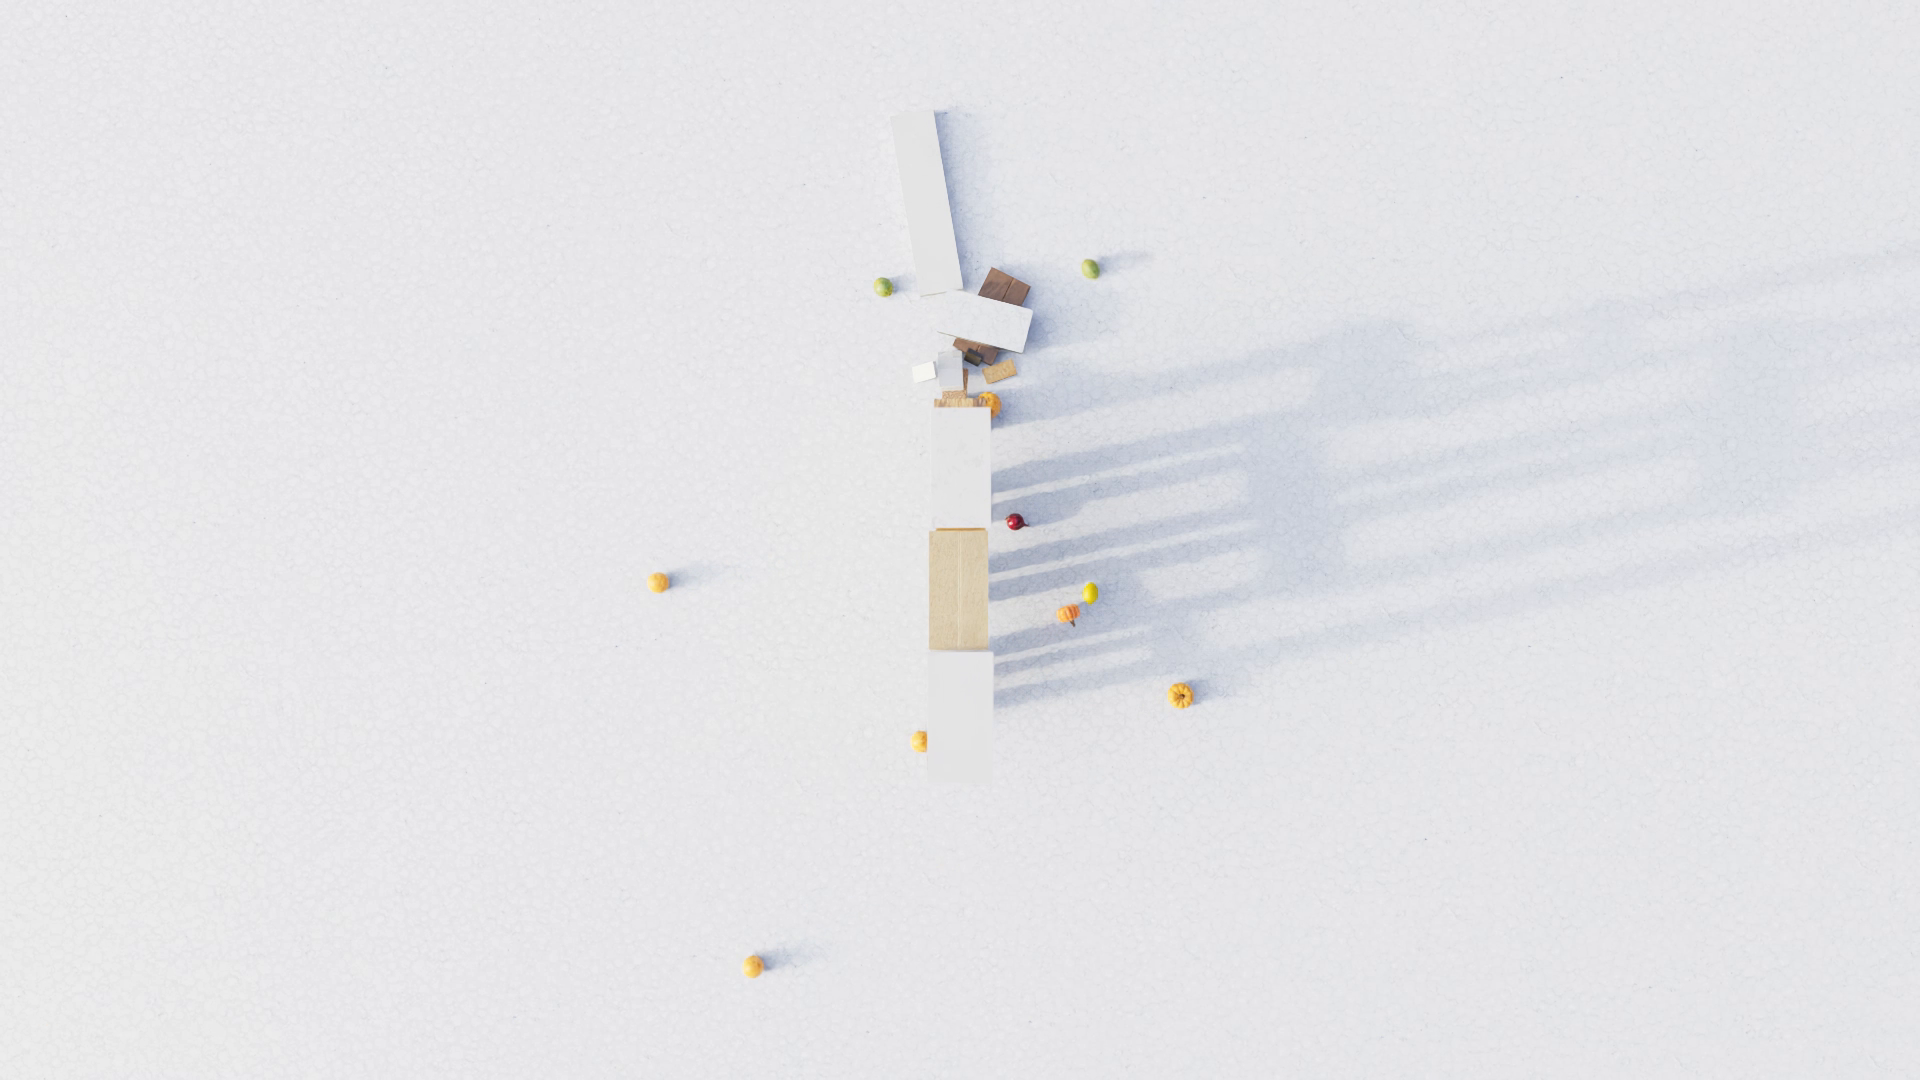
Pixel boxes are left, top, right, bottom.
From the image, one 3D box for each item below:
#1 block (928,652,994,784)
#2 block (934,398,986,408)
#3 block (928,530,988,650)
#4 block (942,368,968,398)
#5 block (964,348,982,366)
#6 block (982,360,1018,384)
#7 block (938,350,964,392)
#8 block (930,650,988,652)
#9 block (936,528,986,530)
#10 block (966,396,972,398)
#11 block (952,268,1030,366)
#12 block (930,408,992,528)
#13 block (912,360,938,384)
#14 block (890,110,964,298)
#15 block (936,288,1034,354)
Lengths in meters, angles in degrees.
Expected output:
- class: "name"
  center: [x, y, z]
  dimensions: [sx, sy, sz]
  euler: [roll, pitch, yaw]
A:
- class: "block"
  center: [0.001, 0.476, 4.431]
  dimensions: [0.175, 0.050, 0.350]
  euler: [0, 90, 0]
- class: "block"
  center: [0.000, -0.279, 5.155]
  dimensions: [0.161, 0.046, 0.322]
  euler: [0, 90, 0]
- class: "block"
  center: [-0.004, 0.135, 4.460]
  dimensions: [0.160, 0.045, 0.320]
  euler: [0, 90, 0]
- class: "block"
  center: [-0.016, -0.506, 5.436]
  dimensions: [0.079, 0.022, 0.157]
  euler: [1, 47, 3]
- class: "block"
  center: [0.044, -0.603, 5.446]
  dimensions: [0.053, 0.106, 0.015]
  euler: [27, 79, 0]
- class: "block"
  center: [0.132, -0.560, 5.492]
  dimensions: [0.106, 0.015, 0.053]
  euler: [-19, 90, 0]
- class: "block"
  center: [-0.031, -0.558, 5.443]
  dimensions: [0.079, 0.022, 0.158]
  euler: [-3, 53, 0]
- class: "block"
  center: [-0.002, 0.291, 4.830]
  dimensions: [0.167, 0.047, 0.334]
  euler: [0, 90, 0]
- class: "block"
  center: [0.002, -0.025, 4.823]
  dimensions: [0.144, 0.041, 0.289]
  euler: [0, 90, 0]
- class: "block"
  center: [0.003, -0.441, 5.422]
  dimensions: [0.079, 0.158, 0.022]
  euler: [0, 111, 0]
- class: "block"
  center: [0.105, -0.742, 5.479]
  dimensions: [0.146, 0.041, 0.292]
  euler: [27, 90, 0]
- class: "block"
  center: [0.002, -0.194, 4.456]
  dimensions: [0.162, 0.046, 0.323]
  euler: [0, 90, 0]
- class: "block"
  center: [-0.115, -0.555, 5.456]
  dimensions: [0.015, 0.106, 0.053]
  euler: [-10, 90, -42]
- class: "block"
  center: [-0.111, -1.117, 5.479]
  dimensions: [0.146, 0.041, 0.601]
  euler: [-10, 90, 0]
- class: "block"
  center: [0.082, -0.721, 5.438]
  dimensions: [0.292, 0.041, 0.146]
  euler: [14, 90, 0]
